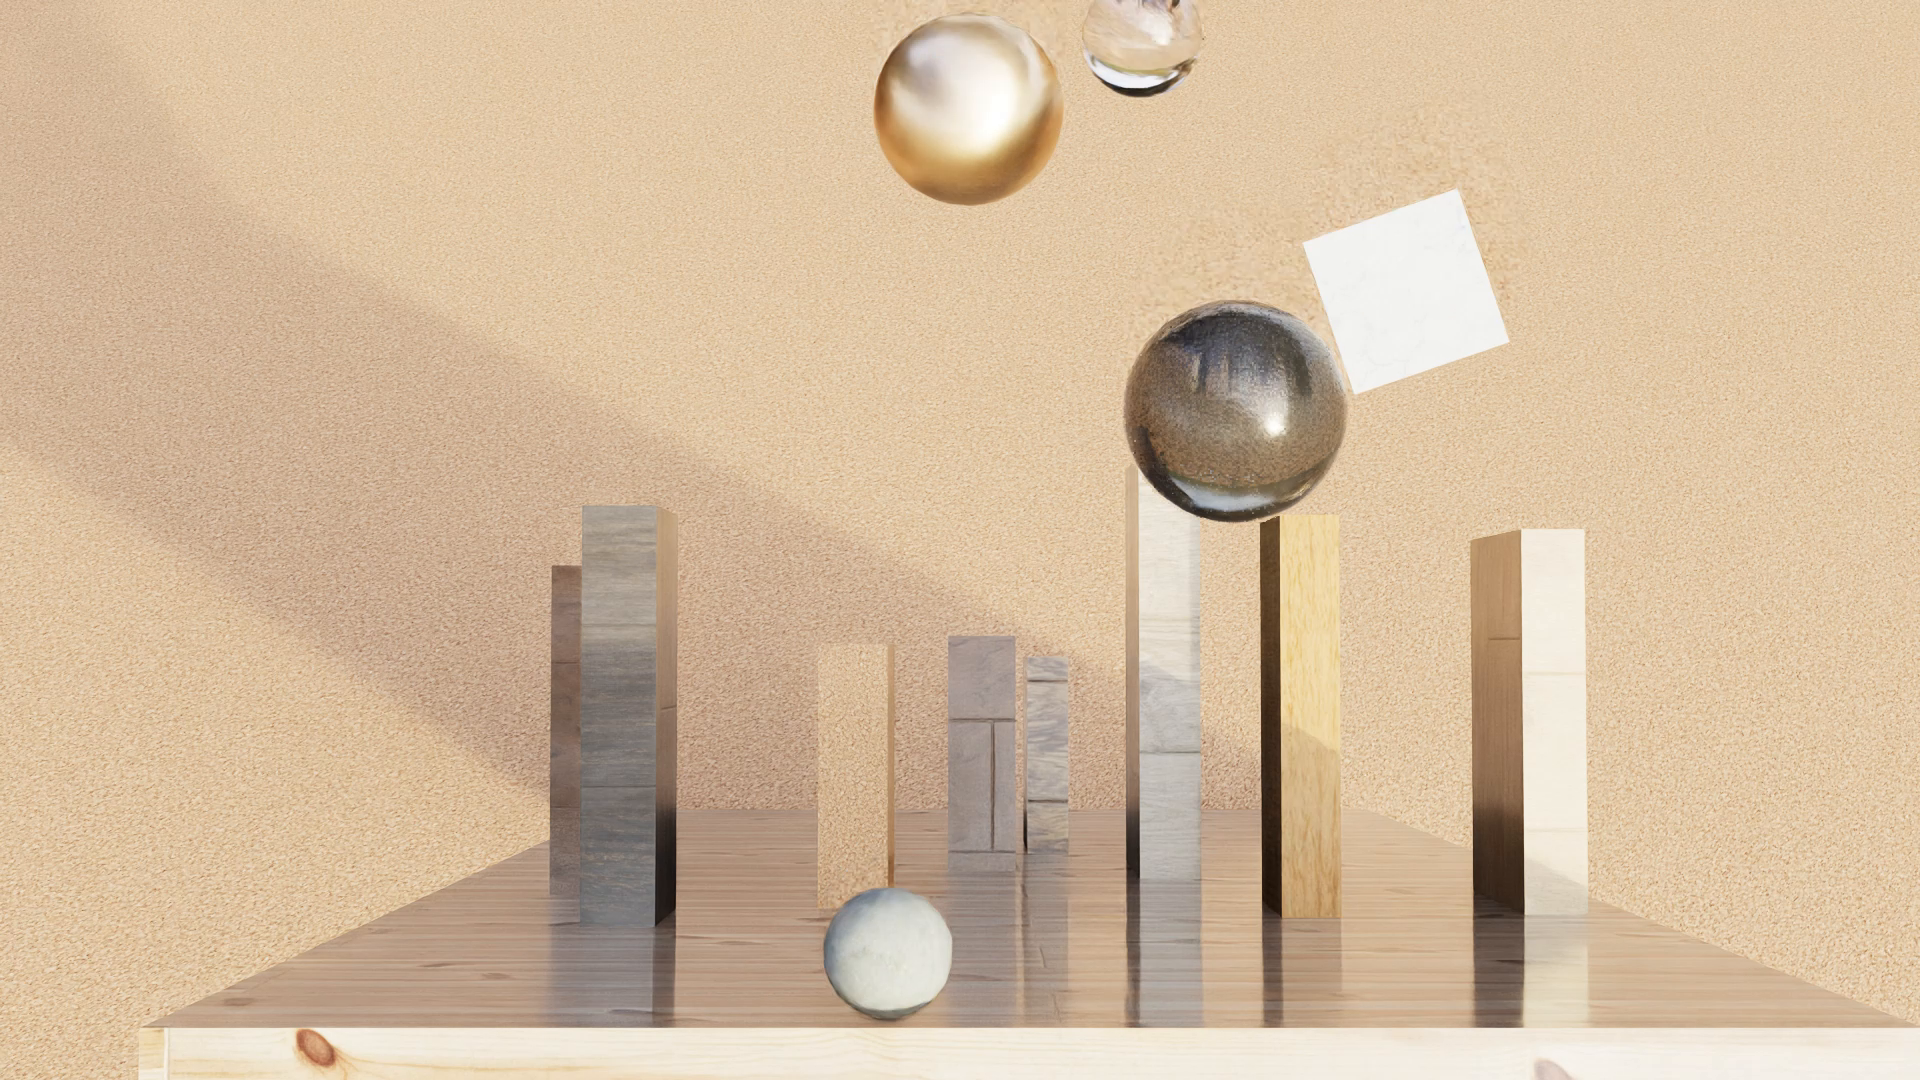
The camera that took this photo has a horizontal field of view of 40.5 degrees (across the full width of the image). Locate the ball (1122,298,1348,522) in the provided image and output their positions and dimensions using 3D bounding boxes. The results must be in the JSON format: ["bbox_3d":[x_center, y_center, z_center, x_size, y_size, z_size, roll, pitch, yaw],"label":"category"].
[{"bbox_3d":[0.243,-0.114,2.305,0.198,0.198,0.198,0,37,0],"label":"ball"}]

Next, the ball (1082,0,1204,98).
[{"bbox_3d":[0.190,-0.525,2.714,0.127,0.127,0.127,0,37,0],"label":"ball"}]

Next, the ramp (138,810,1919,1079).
[{"bbox_3d":[0.081,0.681,4.910,2.000,0.100,4.000,0,-2,0],"label":"ramp"}]

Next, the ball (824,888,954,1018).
[{"bbox_3d":[-0.083,0.475,2.997,0.150,0.150,0.150,0,37,0],"label":"ball"}]

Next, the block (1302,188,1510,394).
[{"bbox_3d":[0.416,-0.233,2.441,0.147,0.147,0.147,-19,3,9],"label":"block"}]

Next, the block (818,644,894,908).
[{"bbox_3d":[-0.176,0.396,4.493,0.114,0.434,0.449,0,-2,0],"label":"block"}]

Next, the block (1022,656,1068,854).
[{"bbox_3d":[0.183,0.457,5.611,0.085,0.408,0.371,0,-2,0],"label":"block"}]

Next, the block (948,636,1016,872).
[{"bbox_3d":[0.042,0.414,5.114,0.129,0.451,0.266,0,-2,0],"label":"block"}]

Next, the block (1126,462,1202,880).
[{"bbox_3d":[0.389,0.243,5.022,0.114,0.784,0.399,0,-2,0],"label":"block"}]

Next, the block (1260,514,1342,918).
[{"bbox_3d":[0.557,0.285,4.267,0.094,0.638,0.277,0,-2,0],"label":"block"}]

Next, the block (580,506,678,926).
[{"bbox_3d":[-0.524,0.276,4.140,0.115,0.645,0.297,0,-2,0],"label":"block"}]

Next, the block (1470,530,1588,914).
[{"bbox_3d":[0.954,0.300,4.382,0.101,0.617,0.420,0,-2,0],"label":"block"}]

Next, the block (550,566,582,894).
[{"bbox_3d":[-0.661,0.337,4.697,0.098,0.570,0.372,0,-2,0],"label":"block"}]

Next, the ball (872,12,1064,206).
[{"bbox_3d":[0.009,-0.440,2.660,0.195,0.195,0.195,0,37,0],"label":"ball"}]
